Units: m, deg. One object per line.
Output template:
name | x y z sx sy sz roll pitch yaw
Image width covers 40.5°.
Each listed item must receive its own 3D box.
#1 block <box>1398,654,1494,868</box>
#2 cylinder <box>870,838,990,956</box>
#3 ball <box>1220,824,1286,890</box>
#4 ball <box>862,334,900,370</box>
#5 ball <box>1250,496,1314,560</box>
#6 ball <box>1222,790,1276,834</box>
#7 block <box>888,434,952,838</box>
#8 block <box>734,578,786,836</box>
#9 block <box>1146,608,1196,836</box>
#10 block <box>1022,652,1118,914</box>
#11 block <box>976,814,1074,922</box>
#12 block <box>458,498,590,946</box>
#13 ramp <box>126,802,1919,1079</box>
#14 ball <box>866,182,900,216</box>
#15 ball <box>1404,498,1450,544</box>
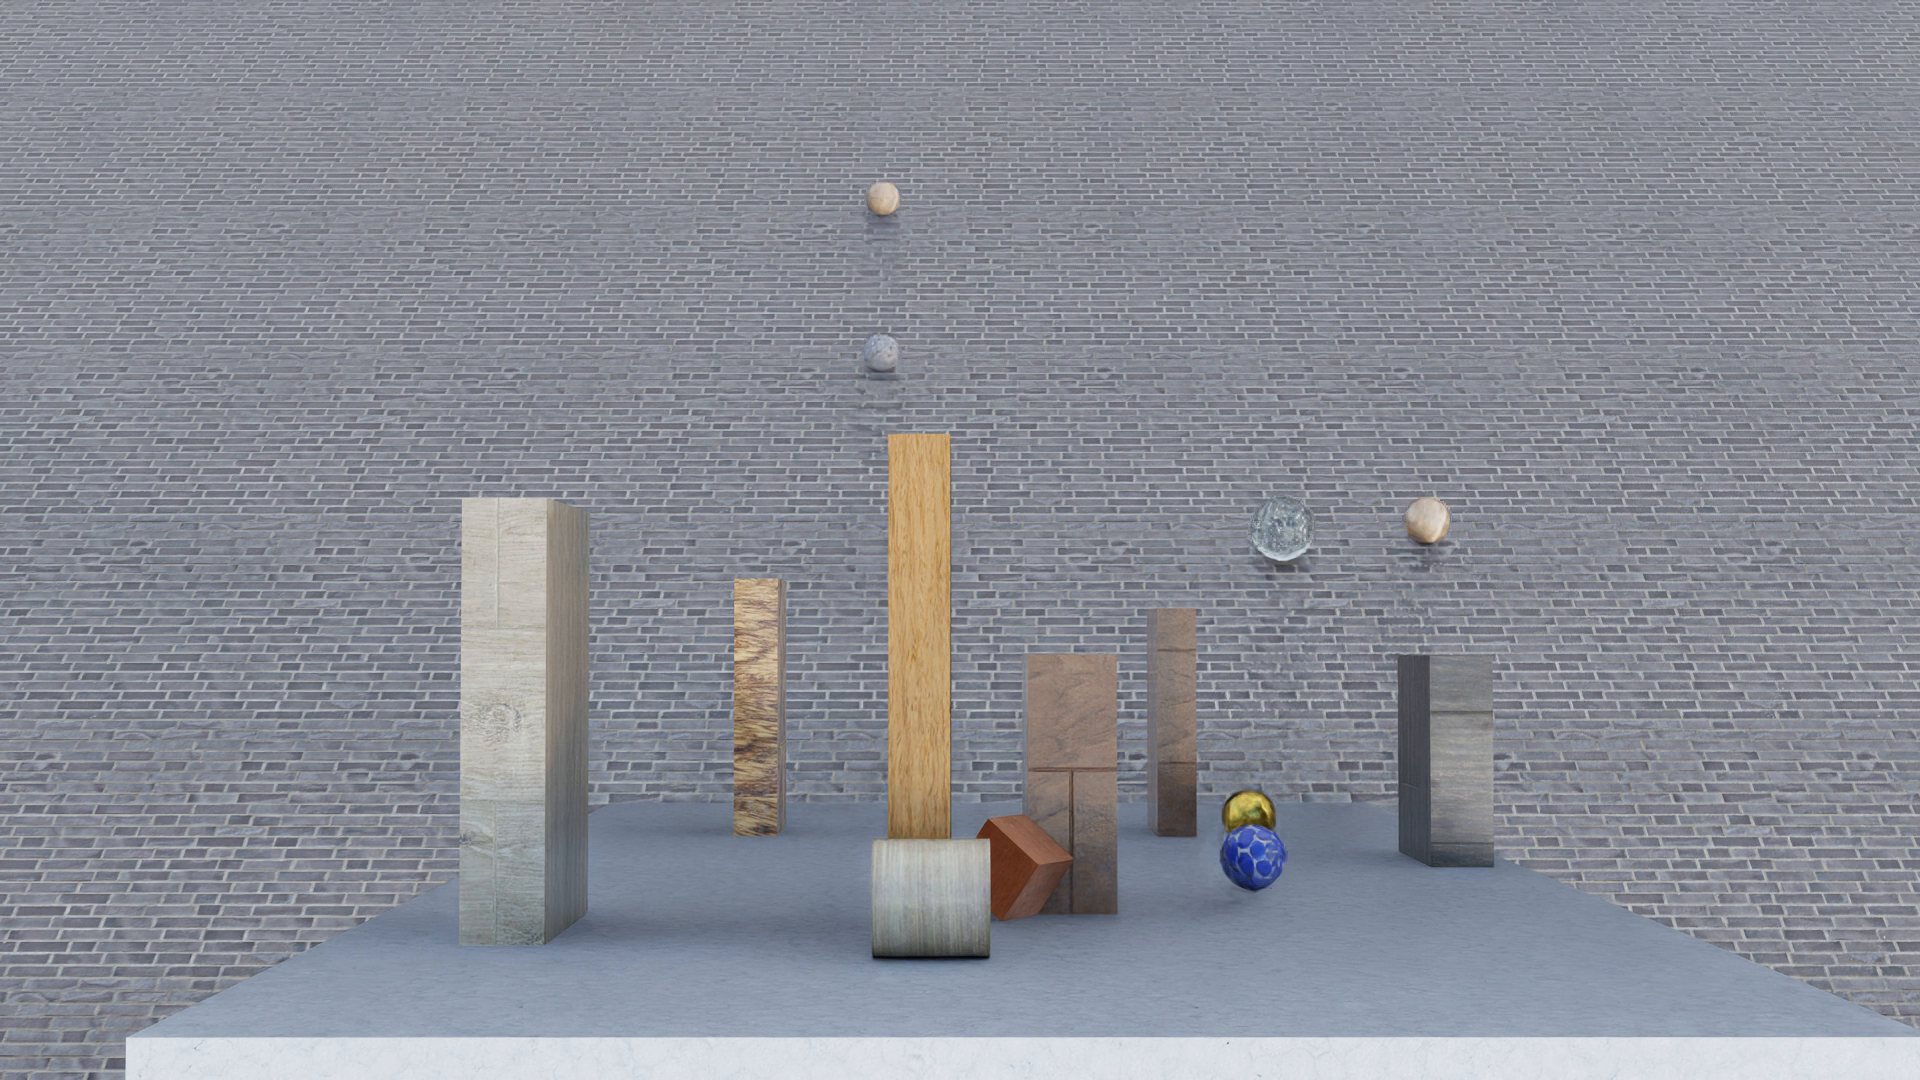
block | 0.960 0.431 5.156 0.121 0.403 0.366 0 -2 0
cylinder | -0.040 0.495 3.599 0.162 0.162 0.162 0 36 0
ball | 0.510 0.553 4.529 0.114 0.114 0.114 0 36 0
ball | -0.265 -0.631 8.740 0.122 0.122 0.122 0 36 0
ball | 0.974 -0.034 7.850 0.193 0.193 0.193 0 36 0
ball | 0.612 0.587 5.505 0.116 0.116 0.116 0 36 0
block | -0.058 0.222 3.908 0.088 0.730 0.436 0 -2 0
block | -0.451 0.375 5.890 0.096 0.569 0.292 0 -2 0
block | 0.478 0.407 5.880 0.086 0.503 0.317 0 -2 0
block | 0.179 0.396 4.335 0.142 0.412 0.391 0 -2 0
block | 0.083 0.514 4.083 0.113 0.113 0.113 40 19 26
block | -0.656 0.268 3.948 0.122 0.641 0.435 0 -2 0
ramp | 0.079 0.672 4.867 2.000 0.100 4.000 0 -2 0
ball | -0.284 -1.263 9.618 0.123 0.123 0.123 0 36 0
ball | 1.426 -0.058 7.930 0.138 0.138 0.138 0 36 0
